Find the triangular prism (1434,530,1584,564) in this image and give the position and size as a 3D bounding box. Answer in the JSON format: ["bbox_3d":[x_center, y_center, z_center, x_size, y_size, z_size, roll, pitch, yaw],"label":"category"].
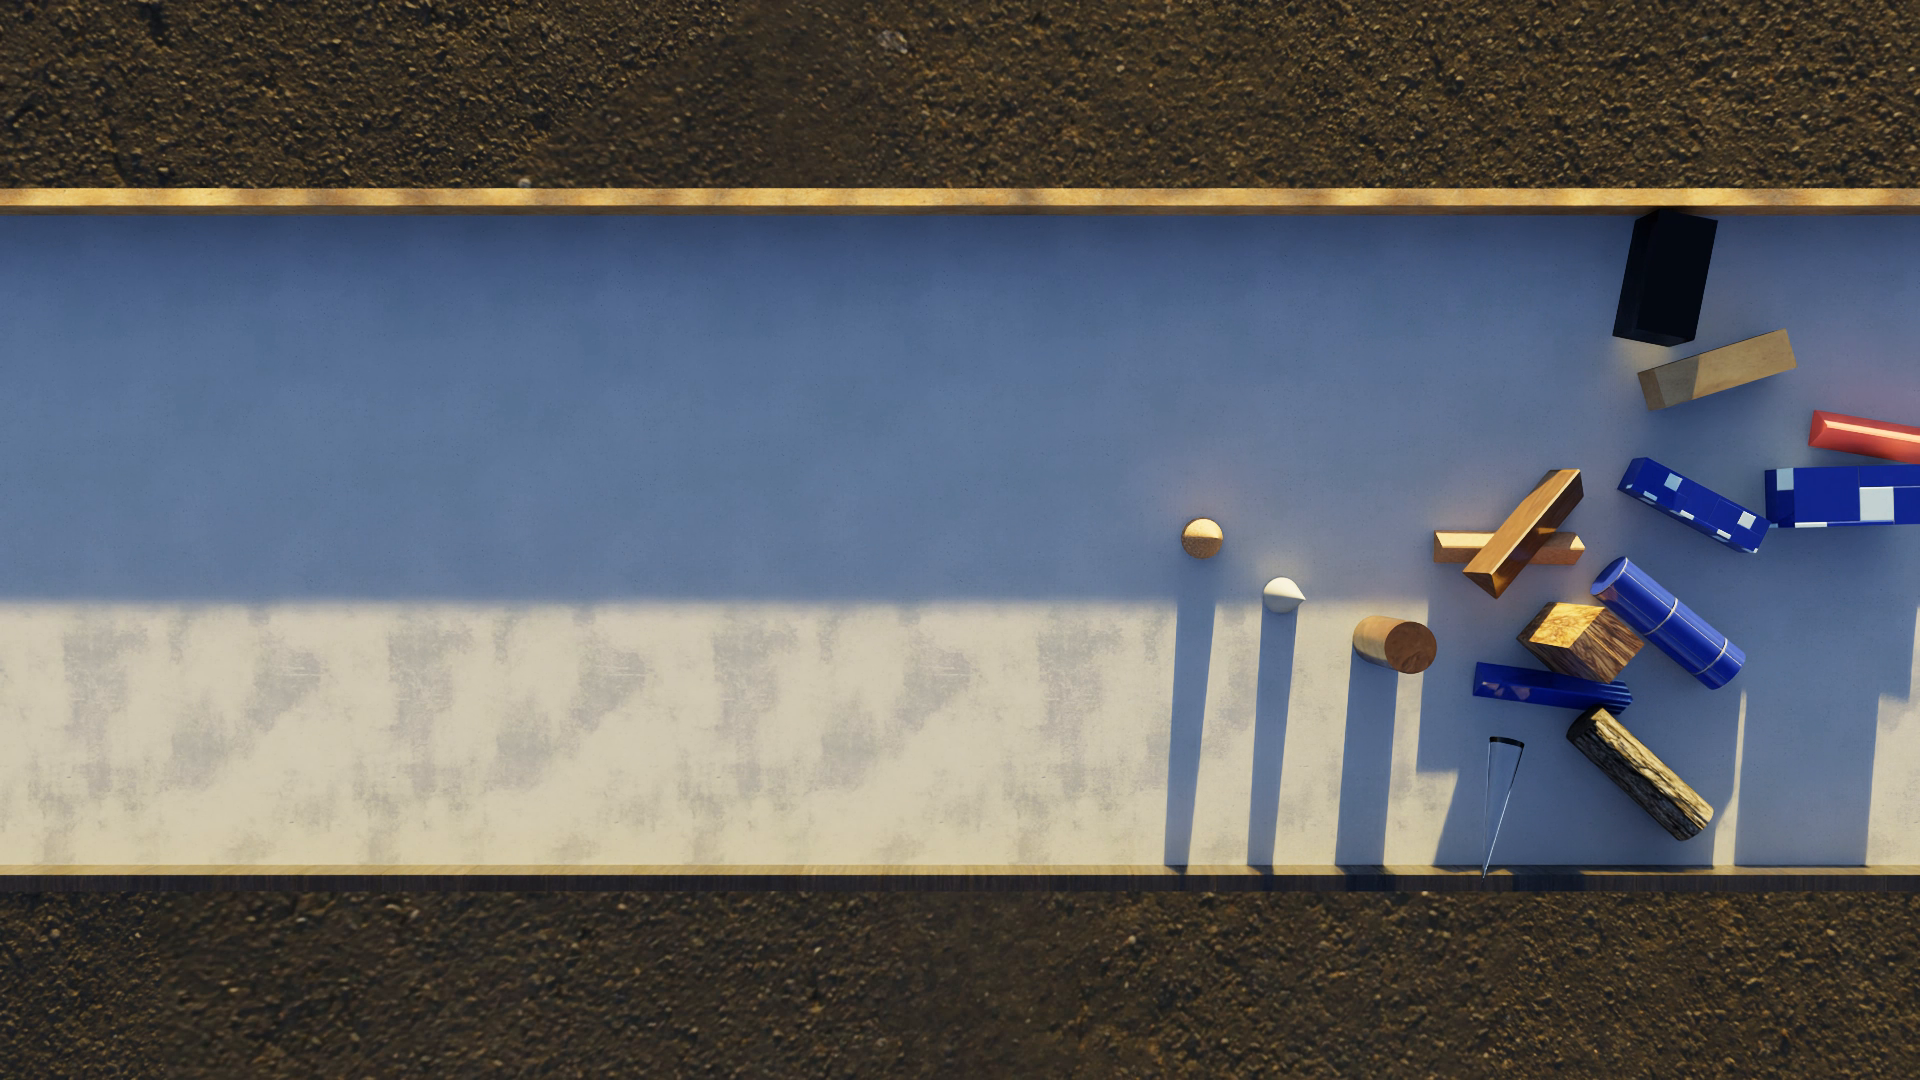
[{"bbox_3d":[1.675,0.023,5.032,0.432,0.085,0.098,1,90,0],"label":"triangular prism"}]

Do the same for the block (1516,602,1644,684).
[{"bbox_3d":[1.818,0.298,4.856,0.153,0.441,0.153,42,90,0],"label":"block"}]

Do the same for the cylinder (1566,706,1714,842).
[{"bbox_3d":[2.061,0.707,5.005,0.453,0.142,0.142,43,90,0],"label":"cylinder"}]

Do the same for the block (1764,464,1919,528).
[{"bbox_3d":[2.674,-0.131,4.988,0.391,0.177,0.177,-2,90,0],"label":"block"}]

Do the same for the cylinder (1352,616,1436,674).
[{"bbox_3d":[1.283,0.307,4.886,0.150,0.380,0.150,0,90,0],"label":"cylinder"}]

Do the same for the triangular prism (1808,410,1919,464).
[{"bbox_3d":[2.801,-0.313,5.026,0.370,0.095,0.110,10,90,0],"label":"triangular prism"}]

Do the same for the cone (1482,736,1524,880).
[{"bbox_3d":[1.611,0.819,4.972,0.104,0.104,0.439,15,76,0],"label":"cone"}]

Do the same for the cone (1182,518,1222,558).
[{"bbox_3d":[0.745,-0.006,4.921,0.128,0.311,0.128,0,90,0],"label":"cone"}]

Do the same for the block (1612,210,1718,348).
[{"bbox_3d":[2.130,-0.789,4.988,0.178,0.178,0.363,11,90,0],"label":"block"}]

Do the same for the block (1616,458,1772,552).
[{"bbox_3d":[2.234,-0.106,5.024,0.424,0.105,0.105,27,90,0],"label":"block"}]

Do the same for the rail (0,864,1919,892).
[{"bbox_3d":[-2.247,1.025,5.001,12.000,0.150,0.050,0,90,0],"label":"rail"}]

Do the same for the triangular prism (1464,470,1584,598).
[{"bbox_3d":[1.709,-0.037,4.949,0.126,0.109,0.450,41,74,13],"label":"triangular prism"}]

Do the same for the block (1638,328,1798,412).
[{"bbox_3d":[2.300,-0.517,5.015,0.414,0.123,0.123,-17,90,0],"label":"block"}]

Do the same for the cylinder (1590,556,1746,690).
[{"bbox_3d":[2.145,0.252,5.002,0.459,0.149,0.149,39,90,0],"label":"cylinder"}]

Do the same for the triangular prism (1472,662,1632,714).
[{"bbox_3d":[1.809,0.456,5.030,0.455,0.088,0.102,7,90,0],"label":"triangular prism"}]

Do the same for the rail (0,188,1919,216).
[{"bbox_3d":[-2.247,-1.025,5.002,12.000,0.150,0.050,0,90,0],"label":"rail"}]

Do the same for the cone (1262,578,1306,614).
[{"bbox_3d":[0.989,0.170,4.897,0.113,0.358,0.113,0,90,0],"label":"cone"}]
